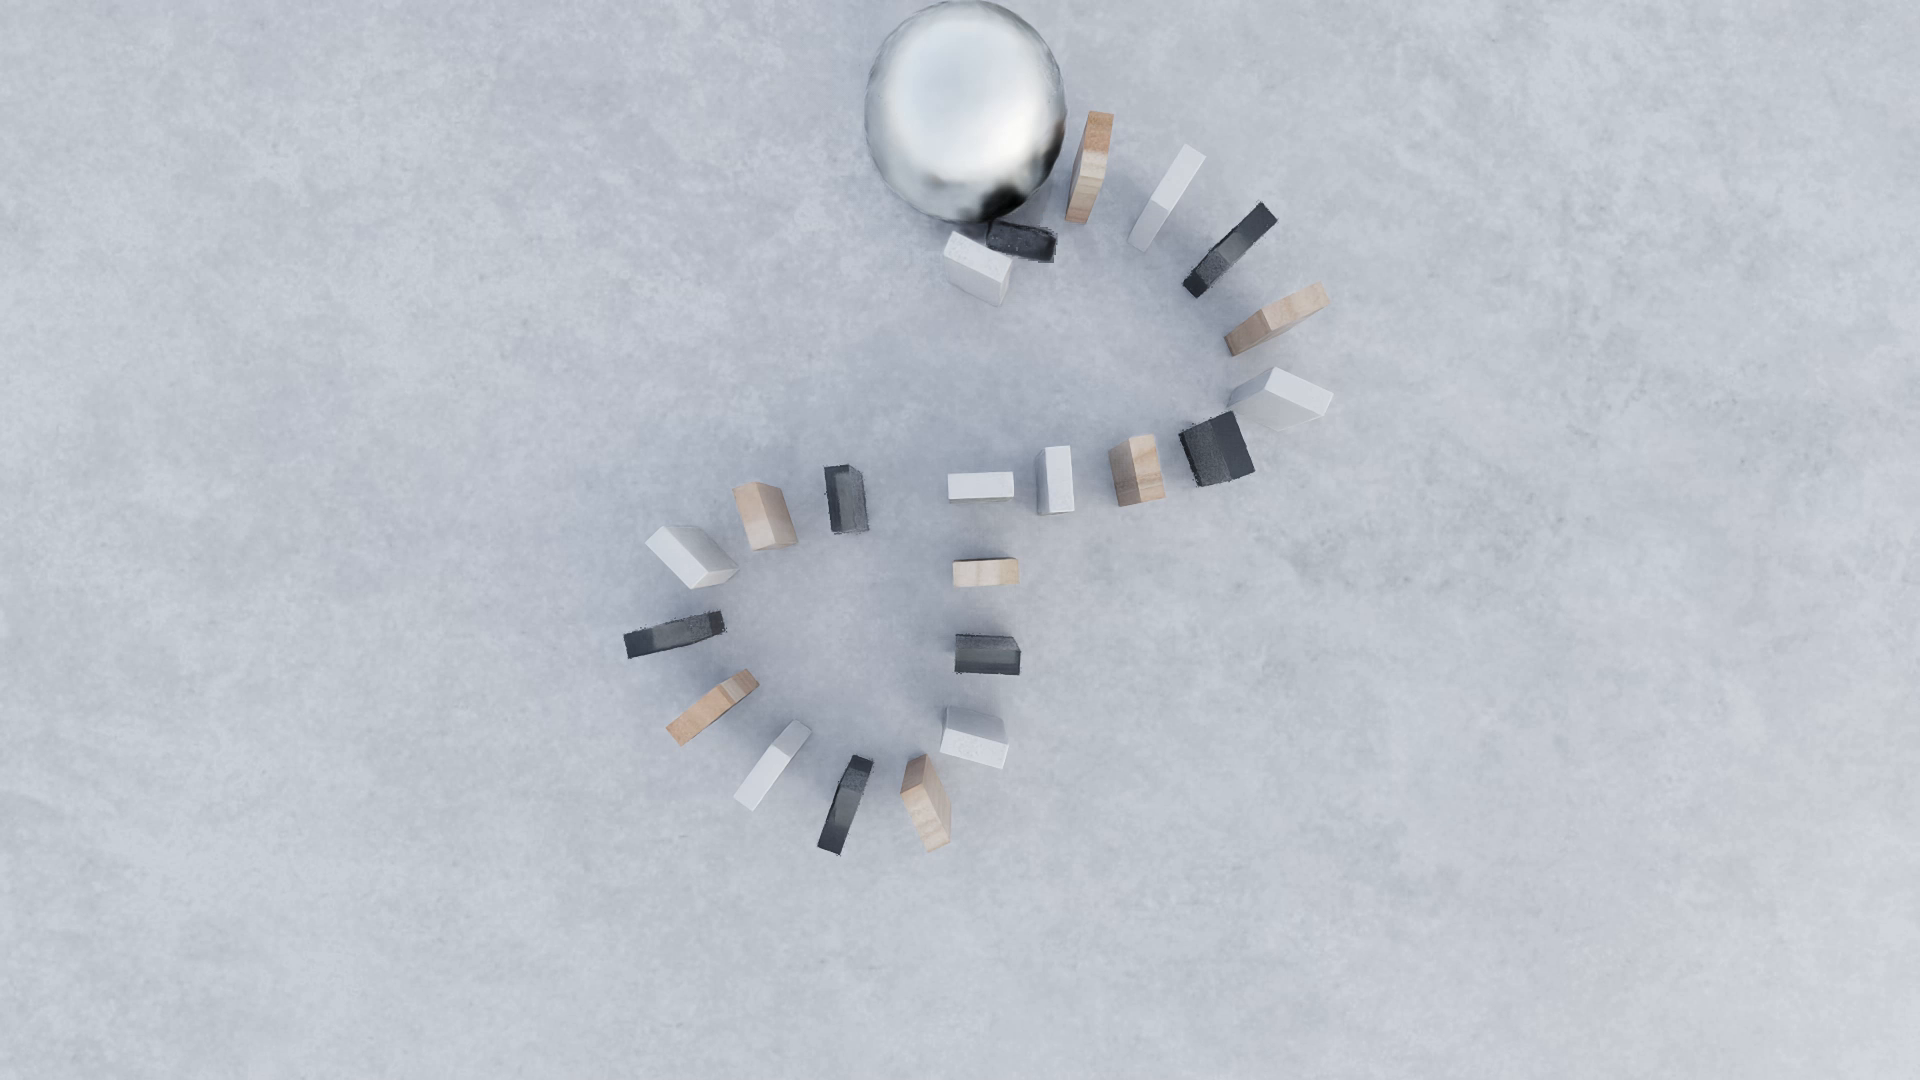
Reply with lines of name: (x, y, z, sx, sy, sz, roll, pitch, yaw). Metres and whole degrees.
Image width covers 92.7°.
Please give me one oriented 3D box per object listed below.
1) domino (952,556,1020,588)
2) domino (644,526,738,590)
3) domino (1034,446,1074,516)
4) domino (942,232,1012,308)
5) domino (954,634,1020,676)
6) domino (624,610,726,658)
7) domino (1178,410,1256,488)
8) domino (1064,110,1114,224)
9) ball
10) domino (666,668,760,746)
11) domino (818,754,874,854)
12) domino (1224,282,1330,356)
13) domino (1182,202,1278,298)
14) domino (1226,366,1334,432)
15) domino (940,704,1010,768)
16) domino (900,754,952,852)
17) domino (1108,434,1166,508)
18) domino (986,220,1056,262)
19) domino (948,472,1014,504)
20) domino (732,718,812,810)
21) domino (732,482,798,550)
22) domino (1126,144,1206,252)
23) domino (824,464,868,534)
domino: (0.010, 0.013, 0.375, 0.025, 0.050, 0.010, -3, 90, 0)
domino: (-0.108, 0.007, 0.375, 0.010, 0.050, 0.025, -44, 90, 0)
domino: (0.038, -0.023, 0.375, 0.009, 0.050, 0.025, -4, 90, 0)
domino: (0.007, -0.110, 0.375, 0.025, 0.050, 0.009, 26, 94, 0)
domino: (0.011, 0.046, 0.375, 0.025, 0.050, 0.010, 3, 90, 0)
domino: (-0.116, 0.038, 0.375, 0.025, 0.050, 0.010, -13, 90, 0)
domino: (0.104, -0.036, 0.375, 0.009, 0.050, 0.025, -21, 90, 0)
domino: (0.052, -0.151, 0.375, 0.010, 0.050, 0.025, 9, 90, 0)
ball: (0.002, -0.166, 0.360, 0.080, 0.080, 0.080, 0, 90, 0)
domino: (-0.100, 0.068, 0.375, 0.025, 0.050, 0.010, -39, 90, 0)
domino: (-0.046, 0.107, 0.375, 0.010, 0.050, 0.025, 19, 90, 0)
domino: (0.128, -0.089, 0.375, 0.025, 0.050, 0.009, -25, 90, 0)
domino: (0.109, -0.117, 0.375, 0.025, 0.050, 0.010, -43, 90, 0)
domino: (0.130, -0.057, 0.375, 0.025, 0.050, 0.010, 25, 90, 0)
domino: (0.005, 0.080, 0.375, 0.025, 0.050, 0.010, 15, 90, 0)
domino: (-0.013, 0.106, 0.375, 0.010, 0.050, 0.025, -26, 90, 0)
domino: (0.072, -0.027, 0.375, 0.009, 0.050, 0.025, -11, 90, 0)
domino: (0.024, -0.123, 0.374, 0.025, 0.050, 0.010, 10, 111, -4)
domino: (0.008, -0.021, 0.375, 0.025, 0.050, 0.009, -2, 90, 0)
domino: (-0.076, 0.091, 0.375, 0.009, 0.050, 0.025, 36, 90, 0)
domino: (-0.079, -0.009, 0.375, 0.010, 0.050, 0.025, -18, 90, 0)
domino: (0.083, -0.139, 0.375, 0.009, 0.050, 0.025, 33, 90, 0)
domino: (-0.046, -0.016, 0.375, 0.009, 0.050, 0.025, -7, 90, 0)
